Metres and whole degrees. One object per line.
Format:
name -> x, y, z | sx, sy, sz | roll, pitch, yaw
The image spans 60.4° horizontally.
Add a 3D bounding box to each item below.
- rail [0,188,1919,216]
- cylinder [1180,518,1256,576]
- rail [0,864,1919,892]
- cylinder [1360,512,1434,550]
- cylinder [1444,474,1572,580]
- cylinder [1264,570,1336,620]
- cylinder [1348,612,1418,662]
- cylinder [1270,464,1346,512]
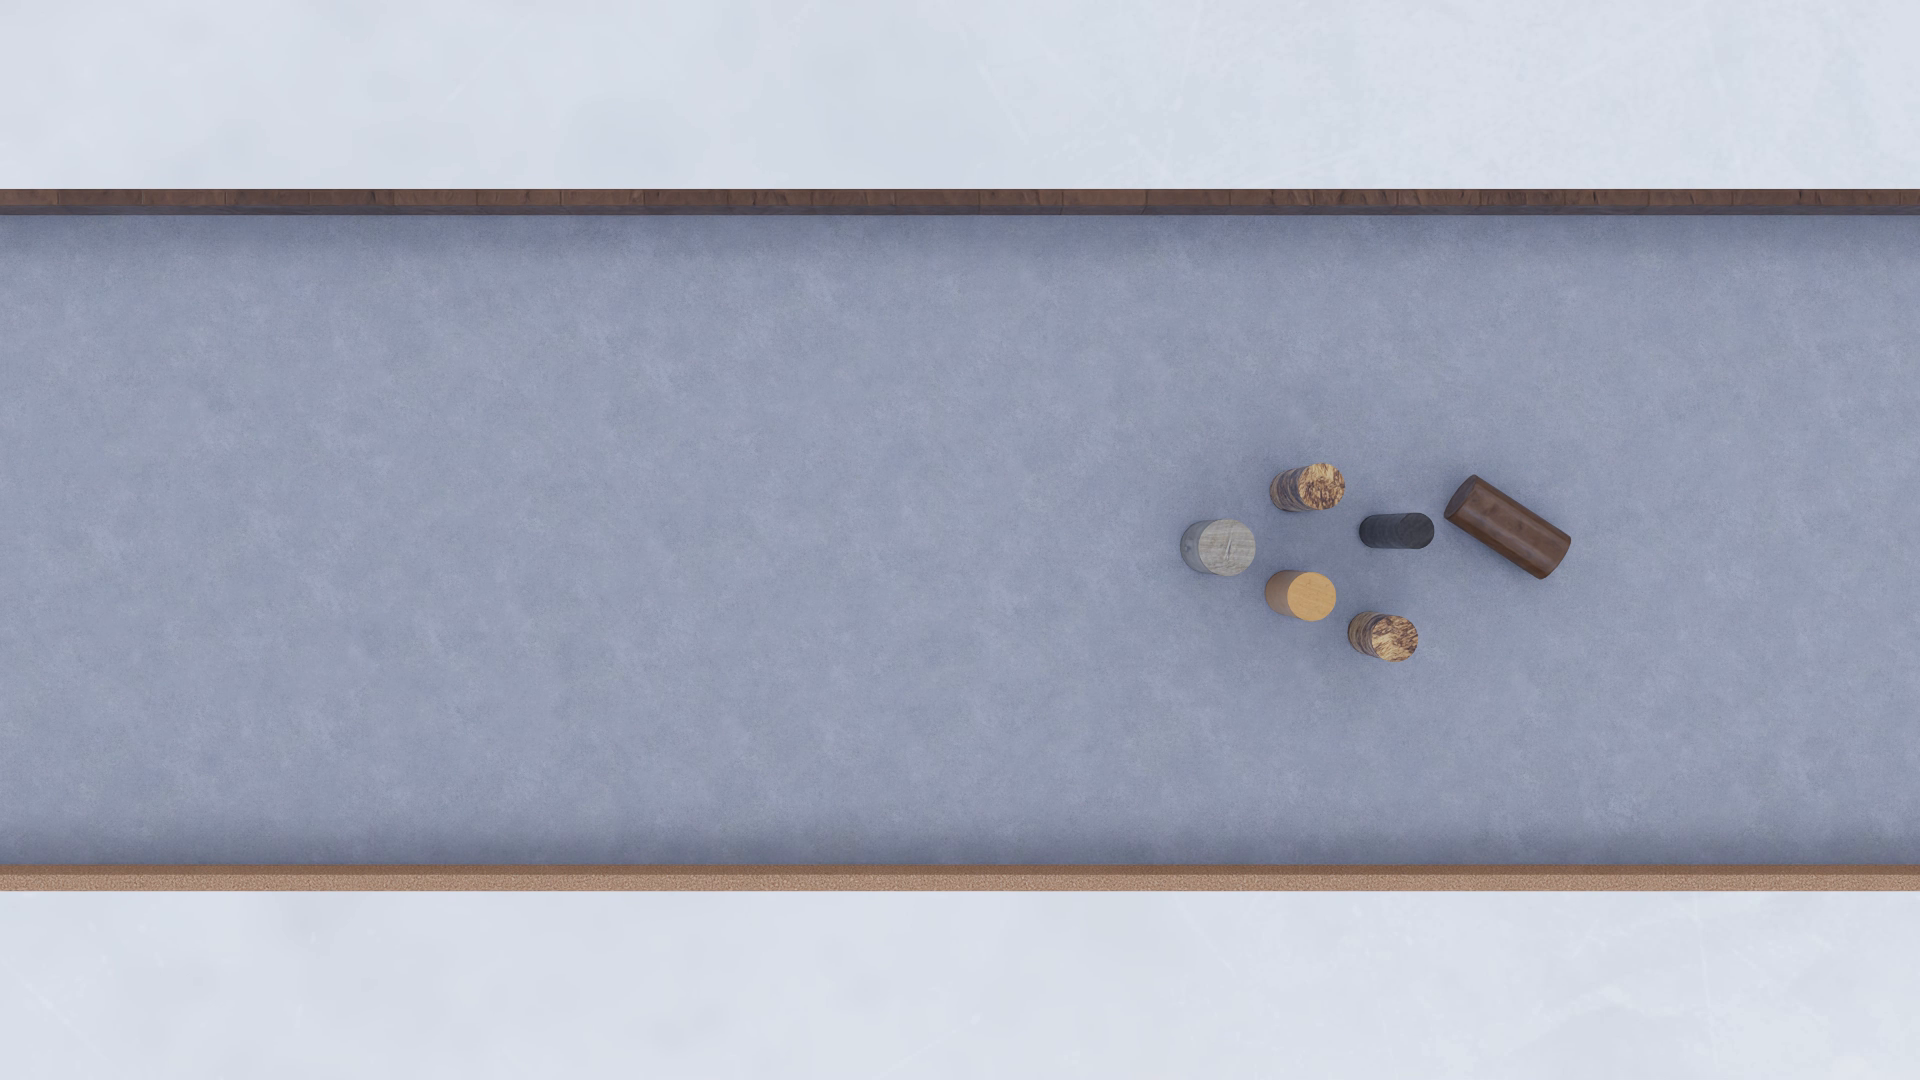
rail -> -2.247, -1.025, 5.002 | 12.000, 0.150, 0.050 | 0, 90, 0
cylinder -> 0.759, 0.021, 4.881 | 0.163, 0.391, 0.163 | 0, 90, 0
rail -> -2.247, 1.025, 5.001 | 12.000, 0.150, 0.050 | 0, 90, 0
cylinder -> 1.280, -0.026, 4.852 | 0.104, 0.449, 0.104 | 0, 90, 0
cylinder -> 1.657, -0.039, 4.997 | 0.340, 0.159, 0.159 | 33, 90, 0
cylinder -> 1.008, 0.162, 4.901 | 0.140, 0.350, 0.140 | 0, 90, 0
cylinder -> 1.259, 0.286, 4.925 | 0.134, 0.302, 0.134 | 0, 90, 0
cylinder -> 1.018, -0.151, 4.859 | 0.131, 0.436, 0.131 | 0, 90, 0
